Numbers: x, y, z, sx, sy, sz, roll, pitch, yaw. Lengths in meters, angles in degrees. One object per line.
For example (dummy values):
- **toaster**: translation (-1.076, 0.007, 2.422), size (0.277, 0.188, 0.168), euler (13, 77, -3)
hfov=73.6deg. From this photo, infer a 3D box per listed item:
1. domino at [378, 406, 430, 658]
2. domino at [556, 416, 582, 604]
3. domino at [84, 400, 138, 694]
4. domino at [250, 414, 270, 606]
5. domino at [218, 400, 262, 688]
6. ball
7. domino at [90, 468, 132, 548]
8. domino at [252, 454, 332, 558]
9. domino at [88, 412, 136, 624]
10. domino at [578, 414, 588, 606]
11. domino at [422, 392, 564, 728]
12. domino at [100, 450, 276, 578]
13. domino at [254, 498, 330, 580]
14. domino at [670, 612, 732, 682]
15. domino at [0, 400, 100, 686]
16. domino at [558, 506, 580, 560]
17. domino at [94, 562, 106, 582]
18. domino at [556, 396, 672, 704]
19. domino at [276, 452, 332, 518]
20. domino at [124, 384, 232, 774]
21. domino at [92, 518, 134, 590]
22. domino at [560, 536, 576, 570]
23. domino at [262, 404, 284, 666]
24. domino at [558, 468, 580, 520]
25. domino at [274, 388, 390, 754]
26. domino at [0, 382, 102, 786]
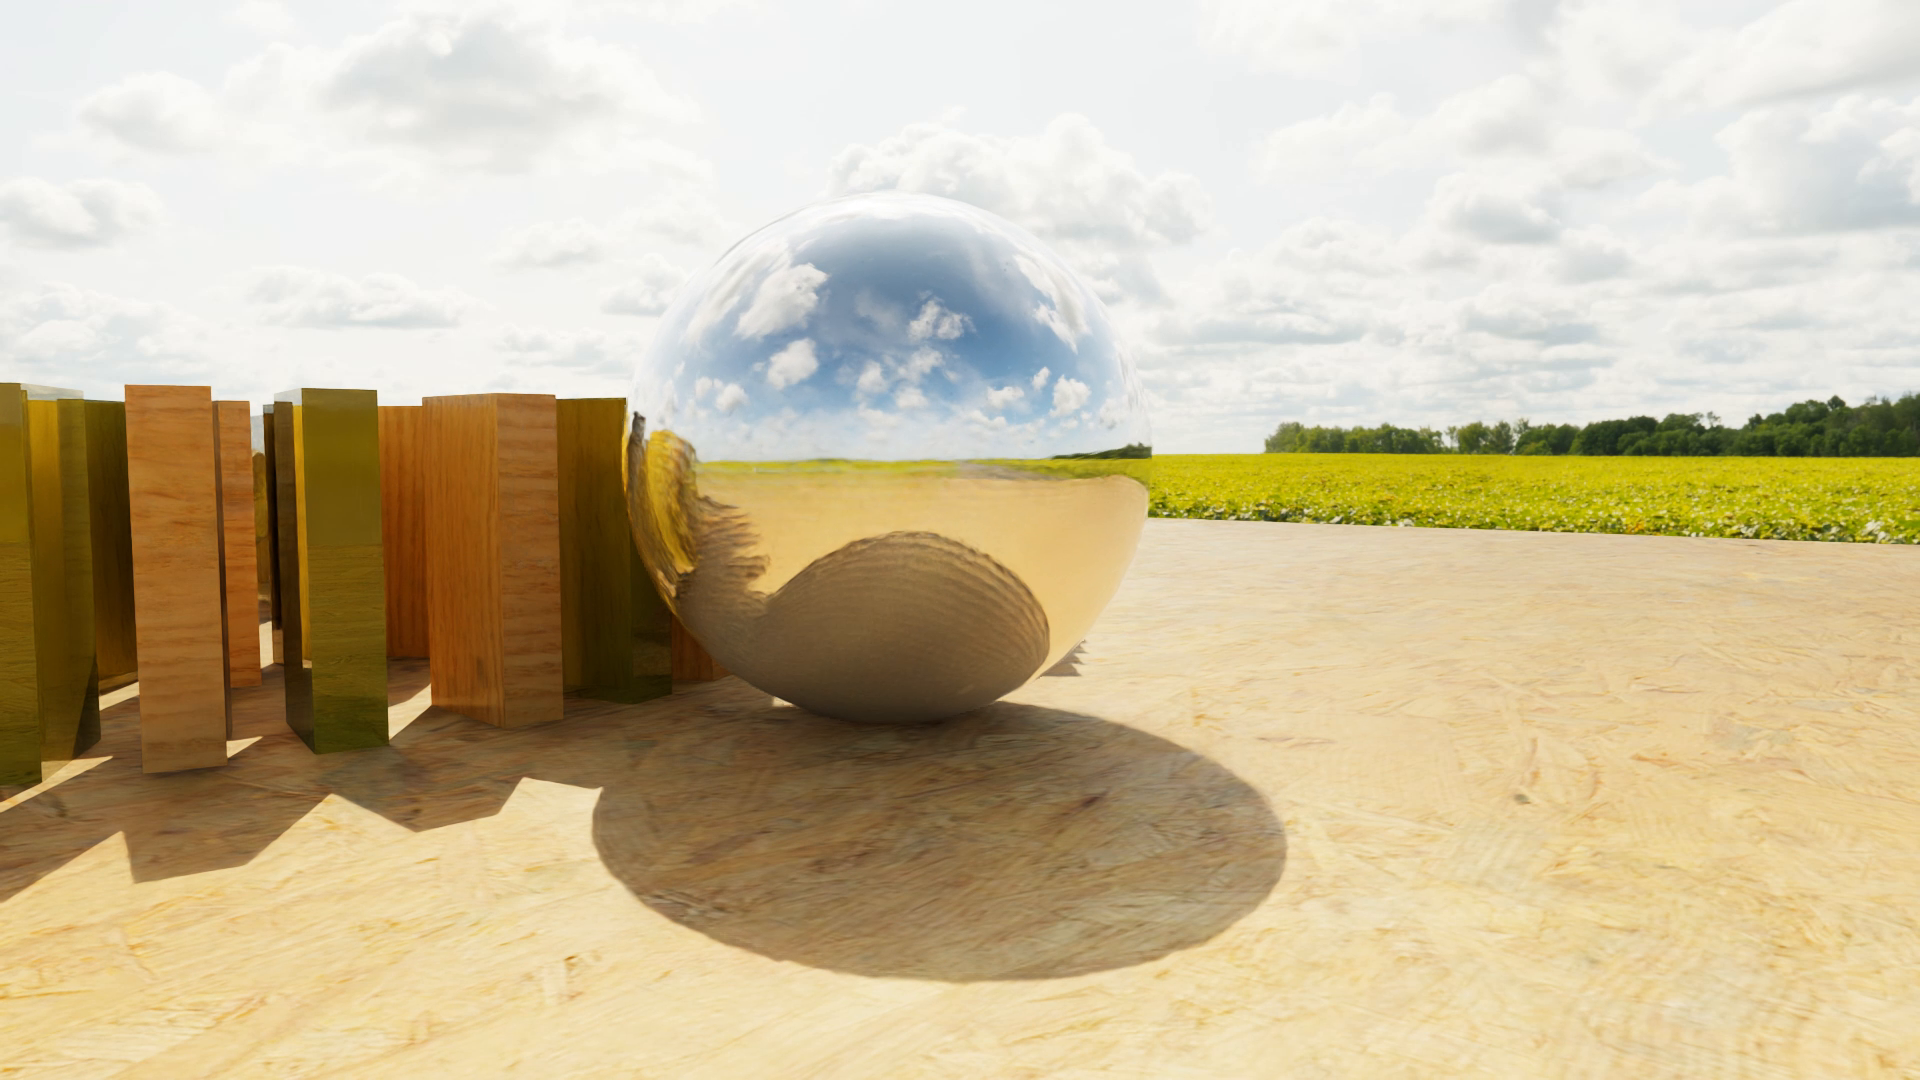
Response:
- **domino**: translation (-0.113, -0.002, 0.260), size (0.025, 0.050, 0.009), euler (1, 4, 10)
- **domino**: translation (-0.102, -0.009, 0.351), size (0.009, 0.050, 0.025), euler (2, 5, 26)
- **domino**: translation (-0.153, 0.001, 0.227), size (0.010, 0.050, 0.025), euler (0, 4, -5)
- **domino**: translation (-0.182, -0.008, 0.344), size (0.010, 0.050, 0.025), euler (-3, 5, -38)
- **domino**: translation (-0.134, 0.000, 0.233), size (0.009, 0.050, 0.025), euler (-2, 5, -29)
- **ball**: translation (-0.011, -0.012, 0.197), size (0.080, 0.080, 0.080), euler (0, 4, 0)
- **domino**: translation (-0.243, -0.006, 0.375), size (0.025, 0.010, 0.050), euler (4, -36, 48)
- **domino**: translation (-0.207, -0.008, 0.404), size (0.050, 0.010, 0.025), euler (41, -12, -17)
- **domino**: translation (-0.207, -0.006, 0.310), size (0.025, 0.050, 0.010), euler (2, 5, 23)
- **domino**: translation (-0.088, -0.008, 0.342), size (0.009, 0.050, 0.025), euler (3, 5, 38)
- **domino**: translation (-0.074, 0.002, 0.202), size (0.025, 0.050, 0.010), euler (4, 6, 43)
- **domino**: translation (-0.233, -0.007, 0.387), size (0.050, 0.010, 0.025), euler (45, -21, -27)
- **domino**: translation (-0.220, -0.007, 0.397), size (0.050, 0.009, 0.025), euler (42, -14, -20)
- **domino**: translation (-0.055, 0.000, 0.236), size (0.025, 0.050, 0.009), euler (1, 4, 16)
- **domino**: translation (-0.171, 0.000, 0.230), size (0.009, 0.050, 0.025), euler (1, 5, 18)
- **domino**: translation (-0.129, -0.006, 0.424), size (0.050, 0.009, 0.025), euler (31, 9, 8)
- **domino**: translation (-0.261, -0.003, 0.345), size (0.025, 0.009, 0.050), euler (2, -34, 33)
- **domino**: translation (-0.062, 0.001, 0.218), size (0.025, 0.050, 0.009), euler (2, 5, 28)
- **domino**: translation (-0.191, -0.008, 0.412), size (0.050, 0.009, 0.025), euler (40, -6, -12)
- **domino**: translation (-0.107, 0.004, 0.177), size (0.009, 0.050, 0.025), euler (-2, 5, -28)
- **domino**: translation (-0.253, -0.004, 0.360), size (0.025, 0.010, 0.050), euler (3, -33, 40)
- **domino**: translation (-0.153, -0.007, 0.421), size (0.050, 0.009, 0.025), euler (33, 3, -4)
- **domino**: translation (-0.122, -0.001, 0.242), size (0.009, 0.050, 0.025), euler (-4, 6, -45)
- **domino**: translation (-0.111, -0.007, 0.423), size (0.050, 0.010, 0.025), euler (33, 10, 17)
- **domino**: translation (-0.092, 0.004, 0.187), size (0.010, 0.050, 0.025), euler (-3, 5, -35)
- **domino**: translation (-0.124, 0.005, 0.170), size (0.010, 0.050, 0.025), euler (-2, 5, -19)
